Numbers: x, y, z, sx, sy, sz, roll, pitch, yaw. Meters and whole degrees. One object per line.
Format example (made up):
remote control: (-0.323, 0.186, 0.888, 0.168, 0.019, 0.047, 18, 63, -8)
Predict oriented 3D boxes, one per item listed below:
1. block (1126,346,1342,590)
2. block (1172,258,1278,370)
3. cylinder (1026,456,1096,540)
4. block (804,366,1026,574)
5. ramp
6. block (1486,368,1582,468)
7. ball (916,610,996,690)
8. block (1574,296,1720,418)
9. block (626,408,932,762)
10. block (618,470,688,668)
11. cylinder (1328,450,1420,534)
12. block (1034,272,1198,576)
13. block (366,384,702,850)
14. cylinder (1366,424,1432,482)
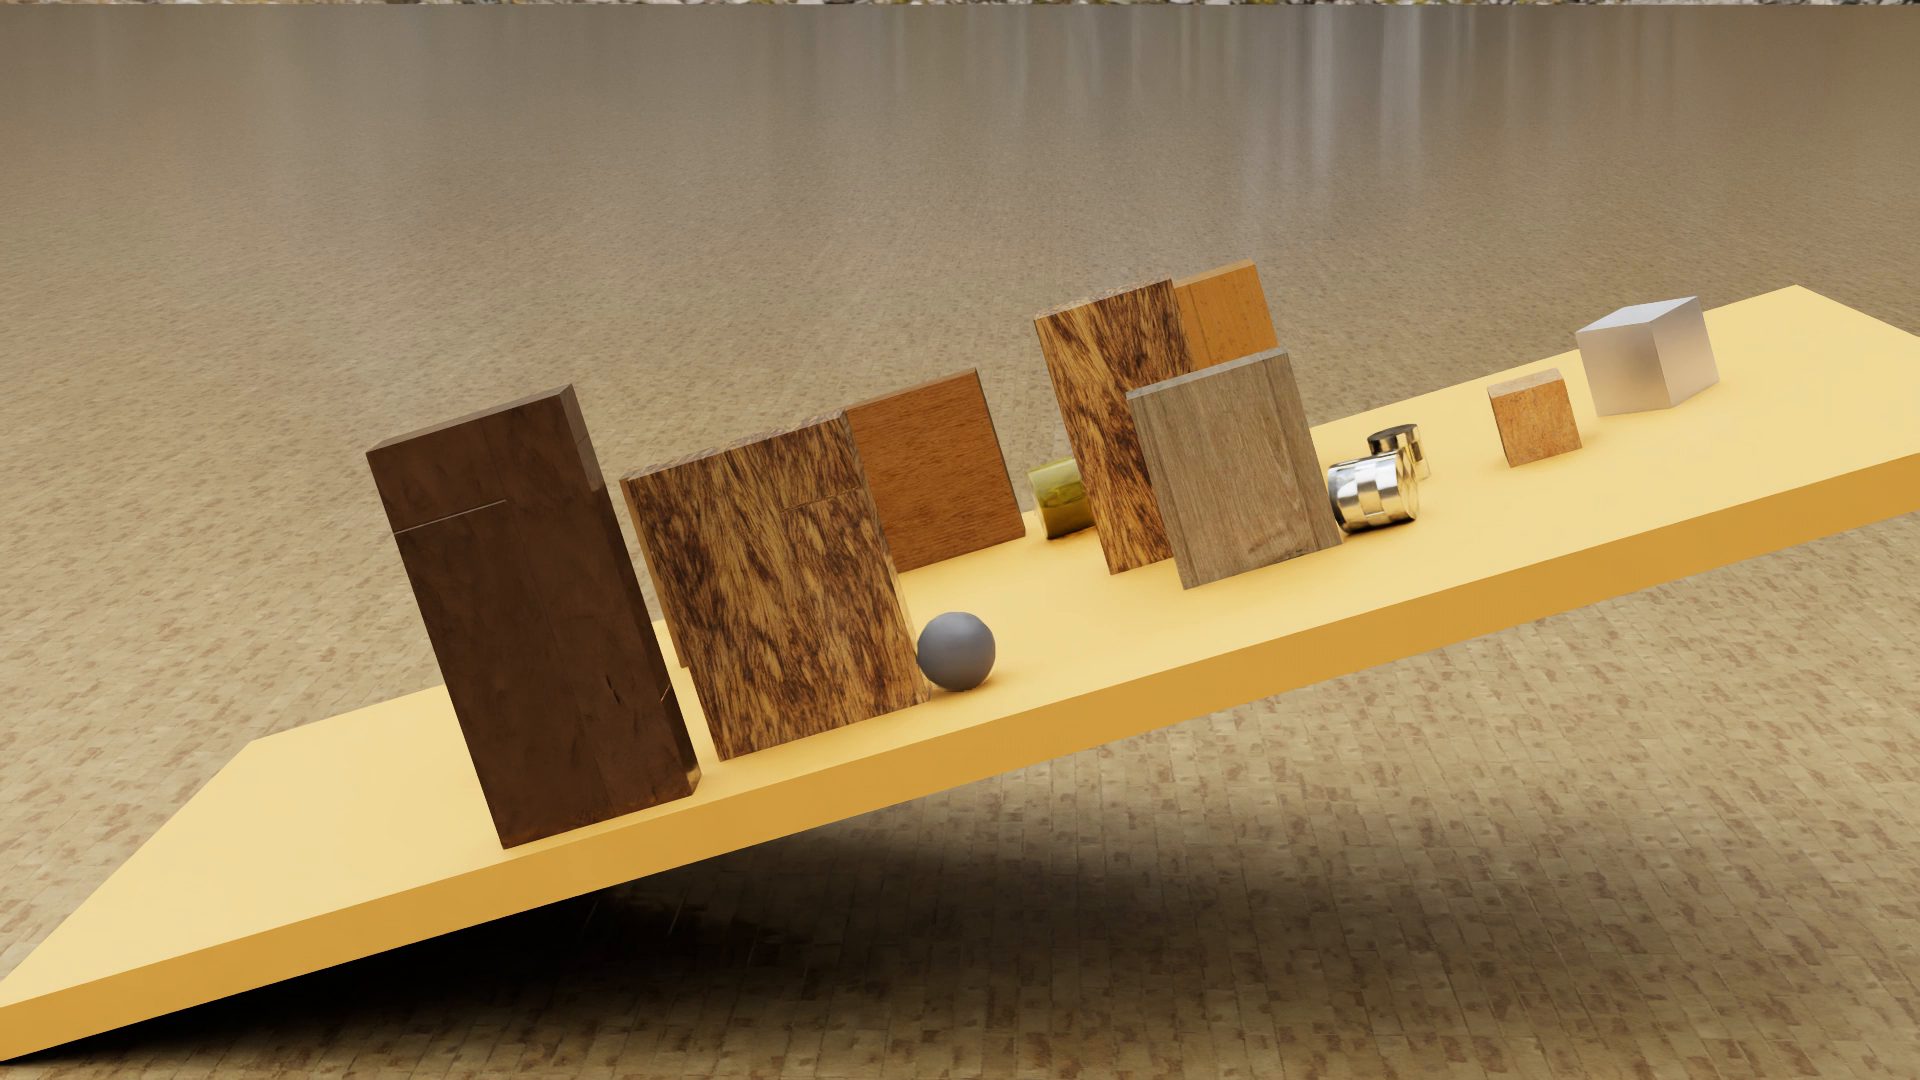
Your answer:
block: (0.548, -0.145, 5.895, 0.329, 0.401, 0.114, -16, 10, 5)
block: (0.609, -0.363, 6.712, 0.264, 0.491, 0.146, -16, 10, 5)
cylinder: (0.259, -0.104, 6.828, 0.169, 0.169, 0.169, -18, 12, -3)
block: (-0.107, -0.150, 6.999, 0.426, 0.410, 0.094, -16, 10, 5)
ramp: (0.095, 0.185, 6.316, 4.000, 0.100, 2.000, -16, 10, 5)
block: (1.195, -0.256, 6.123, 0.151, 0.151, 0.151, -16, 10, 9)
ball: (-0.007, 0.212, 5.621, 0.152, 0.152, 0.152, 0, 11, 0)
block: (1.468, -0.391, 6.278, 0.191, 0.191, 0.191, -26, 13, -40)
block: (-0.342, 0.086, 5.653, 0.423, 0.573, 0.129, -16, 10, 5)
block: (-0.510, 0.015, 6.664, 0.394, 0.453, 0.089, -16, 10, 5)
cylinder: (0.831, -0.097, 5.904, 0.143, 0.143, 0.143, -13, 5, 25)
block: (0.382, -0.248, 6.251, 0.300, 0.568, 0.147, -16, 10, 5)
block: (-0.788, 0.144, 5.482, 0.374, 0.786, 0.144, -16, 10, 5)
cylinder: (0.933, -0.177, 6.255, 0.111, 0.111, 0.111, -17, 10, 3)
